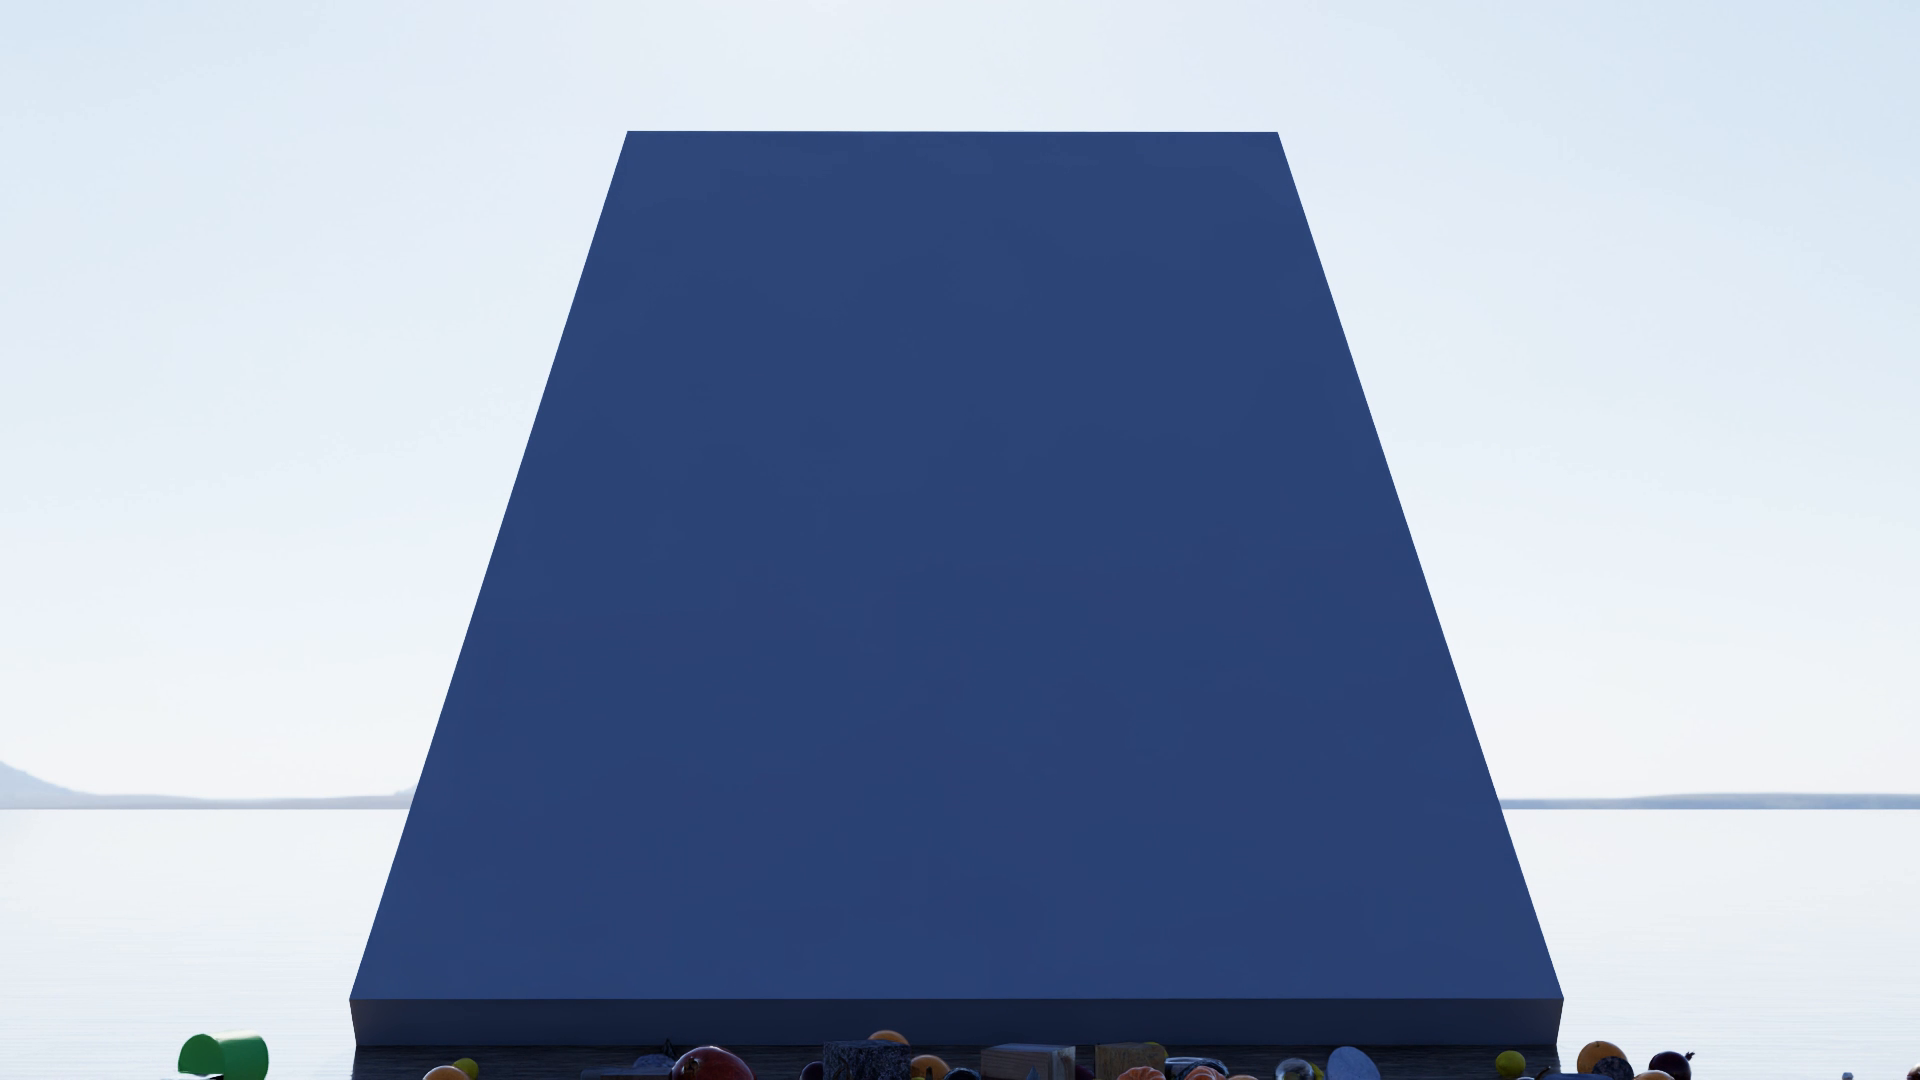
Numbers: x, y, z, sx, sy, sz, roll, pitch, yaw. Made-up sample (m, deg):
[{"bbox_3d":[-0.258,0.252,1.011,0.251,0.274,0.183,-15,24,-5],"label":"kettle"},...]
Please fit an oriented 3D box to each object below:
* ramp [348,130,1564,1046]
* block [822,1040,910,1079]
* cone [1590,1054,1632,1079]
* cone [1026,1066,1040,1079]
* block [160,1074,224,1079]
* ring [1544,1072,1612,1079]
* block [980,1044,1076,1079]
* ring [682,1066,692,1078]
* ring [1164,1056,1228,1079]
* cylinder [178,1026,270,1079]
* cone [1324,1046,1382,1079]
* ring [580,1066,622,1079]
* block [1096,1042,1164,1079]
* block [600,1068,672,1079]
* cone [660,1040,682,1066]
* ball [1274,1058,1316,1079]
[{"bbox_3d":[-0.013,-0.208,5.733,2.000,0.100,4.000,0,30,0],"label":"ramp"},{"bbox_3d":[-0.122,0.702,3.155,0.088,0.088,0.088,3,-7,-24],"label":"block"},{"bbox_3d":[0.910,0.755,3.355,0.058,0.058,0.058,-4,-43,32],"label":"cone"},{"bbox_3d":[0.088,0.675,2.906,0.087,0.087,0.087,0,-6,0],"label":"cone"},{"bbox_3d":[-0.973,0.708,3.062,0.056,0.056,0.056,-1,-6,9],"label":"block"},{"bbox_3d":[0.839,0.742,3.275,0.103,0.034,0.103,1,-7,0],"label":"ring"},{"bbox_3d":[0.087,0.691,3.069,0.091,0.091,0.091,-3,-7,25],"label":"block"},{"bbox_3d":[-0.422,0.765,3.451,0.079,0.026,0.079,0,-8,0],"label":"ring"},{"bbox_3d":[0.318,0.754,3.419,0.123,0.041,0.123,0,-8,0],"label":"ring"},{"bbox_3d":[-1.021,0.725,3.356,0.086,0.086,0.086,-3,-3,28],"label":"cylinder"},{"bbox_3d":[0.500,0.733,3.221,0.089,0.089,0.089,4,-34,-32],"label":"cone"},{"bbox_3d":[-0.504,0.766,3.450,0.075,0.025,0.075,1,-7,0],"label":"ring"},{"bbox_3d":[0.235,0.732,3.337,0.068,0.068,0.068,5,-8,-41],"label":"block"},{"bbox_3d":[-0.388,0.678,2.899,0.080,0.080,0.080,0,-6,-3],"label":"block"},{"bbox_3d":[-0.388,0.706,3.210,0.091,0.091,0.091,0,-6,0],"label":"cone"},{"bbox_3d":[0.454,0.732,3.282,0.056,0.056,0.056,0,-6,0],"label":"ball"}]
